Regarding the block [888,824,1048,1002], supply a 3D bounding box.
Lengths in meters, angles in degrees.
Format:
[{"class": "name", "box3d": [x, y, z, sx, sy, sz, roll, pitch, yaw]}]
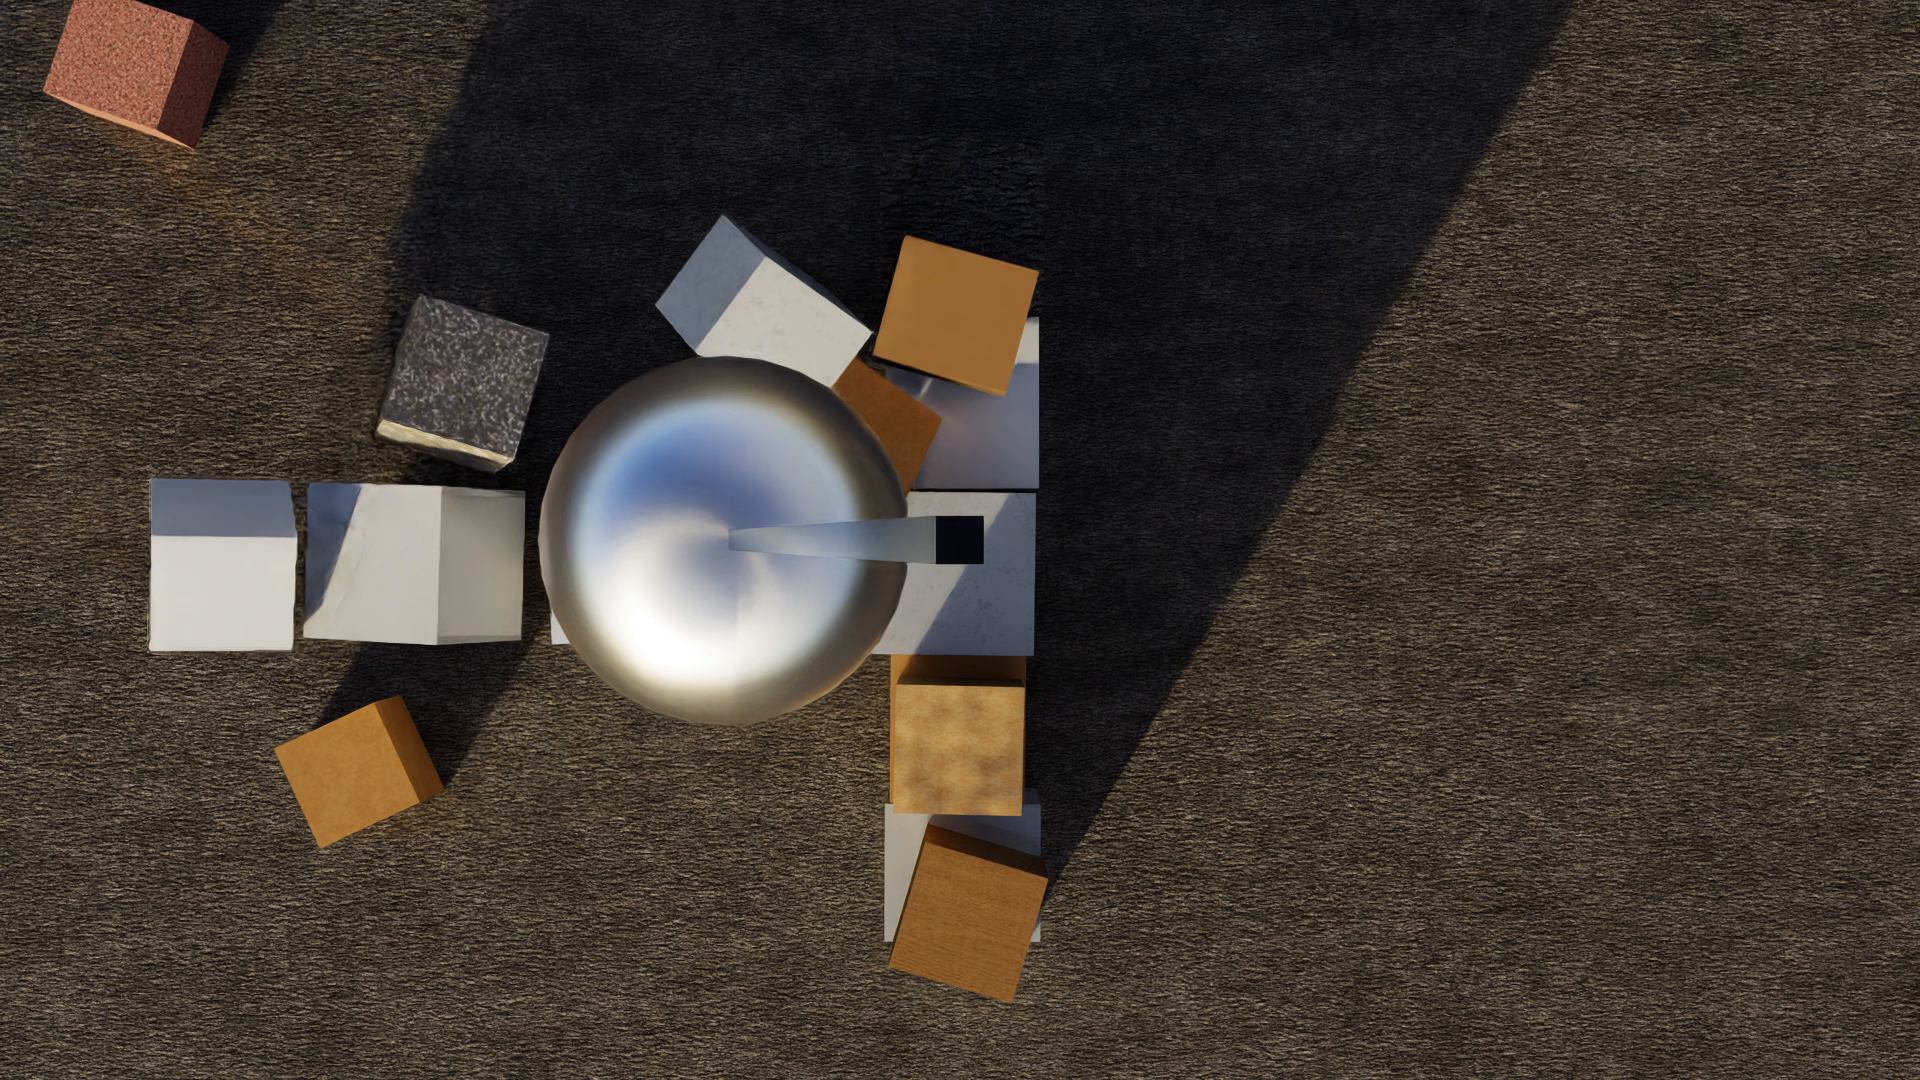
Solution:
[{"class": "block", "box3d": [0.045, 1.995, 11.844, 0.671, 0.750, 0.677, 16, 90, 0]}]

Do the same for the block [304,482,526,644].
[{"class": "block", "box3d": [-3.075, 0.130, 12.451, 0.869, 0.846, 0.861, 2, 90, 21]}]

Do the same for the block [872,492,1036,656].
[{"class": "block", "box3d": [-0.065, 0.183, 12.506, 0.947, 0.987, 0.889, 1, 90, 0]}]

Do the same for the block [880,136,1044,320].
[{"class": "block", "box3d": [0.012, -1.737, 12.545, 0.899, 0.911, 0.973, 0, 90, 0]}]

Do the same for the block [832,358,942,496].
[{"class": "block", "box3d": [-0.666, -0.534, 11.774, 0.689, 0.676, 0.661, 33, 74, -33]}]

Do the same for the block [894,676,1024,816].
[{"class": "block", "box3d": [-0.006, 1.097, 11.828, 0.670, 0.707, 0.672, 1, 90, 0]}]

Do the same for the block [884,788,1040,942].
[{"class": "block", "box3d": [0.014, 1.849, 12.610, 0.865, 0.781, 0.765, 0, 90, 0]}]

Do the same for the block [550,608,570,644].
[{"class": "block", "box3d": [-1.857, 0.149, 12.562, 0.824, 0.876, 0.814, -3, 90, 0]}]

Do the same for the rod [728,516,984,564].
[{"class": "rod", "box3d": [-0.439, 0.000, 6.172, 0.080, 5.200, 0.080, 0, 90, -10]}]

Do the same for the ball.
[{"class": "ball", "box3d": [-1.013, 0.000, 9.524, 1.600, 1.600, 1.600, 0, 90, 0]}]

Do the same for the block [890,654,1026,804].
[{"class": "block", "box3d": [-0.011, 1.046, 12.591, 0.750, 0.819, 0.825, 0, 90, 0]}]

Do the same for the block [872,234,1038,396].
[{"class": "block", "box3d": [-0.021, -1.180, 11.706, 0.717, 0.770, 0.640, 15, 92, 0]}]

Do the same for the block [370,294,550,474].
[{"class": "block", "box3d": [-2.756, -0.841, 12.089, 0.710, 0.763, 0.707, 17, 80, -18]}]

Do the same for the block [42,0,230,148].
[{"class": "block", "box3d": [-4.740, -2.726, 12.691, 0.676, 0.618, 0.651, 19, 90, 0]}]

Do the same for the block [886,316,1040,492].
[{"class": "block", "box3d": [0.014, -0.763, 12.603, 0.850, 0.794, 0.954, 0, 90, 0]}]

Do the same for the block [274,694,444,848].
[{"class": "block", "box3d": [-3.455, 1.327, 12.695, 0.619, 0.610, 0.620, -25, 90, 0]}]

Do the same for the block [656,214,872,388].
[{"class": "block", "box3d": [-1.025, -1.151, 11.436, 0.743, 0.716, 0.599, 33, 98, -34]}]

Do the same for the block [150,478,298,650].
[{"class": "block", "box3d": [-4.080, 0.131, 12.154, 0.734, 0.754, 0.683, 1, 115, -21]}]
